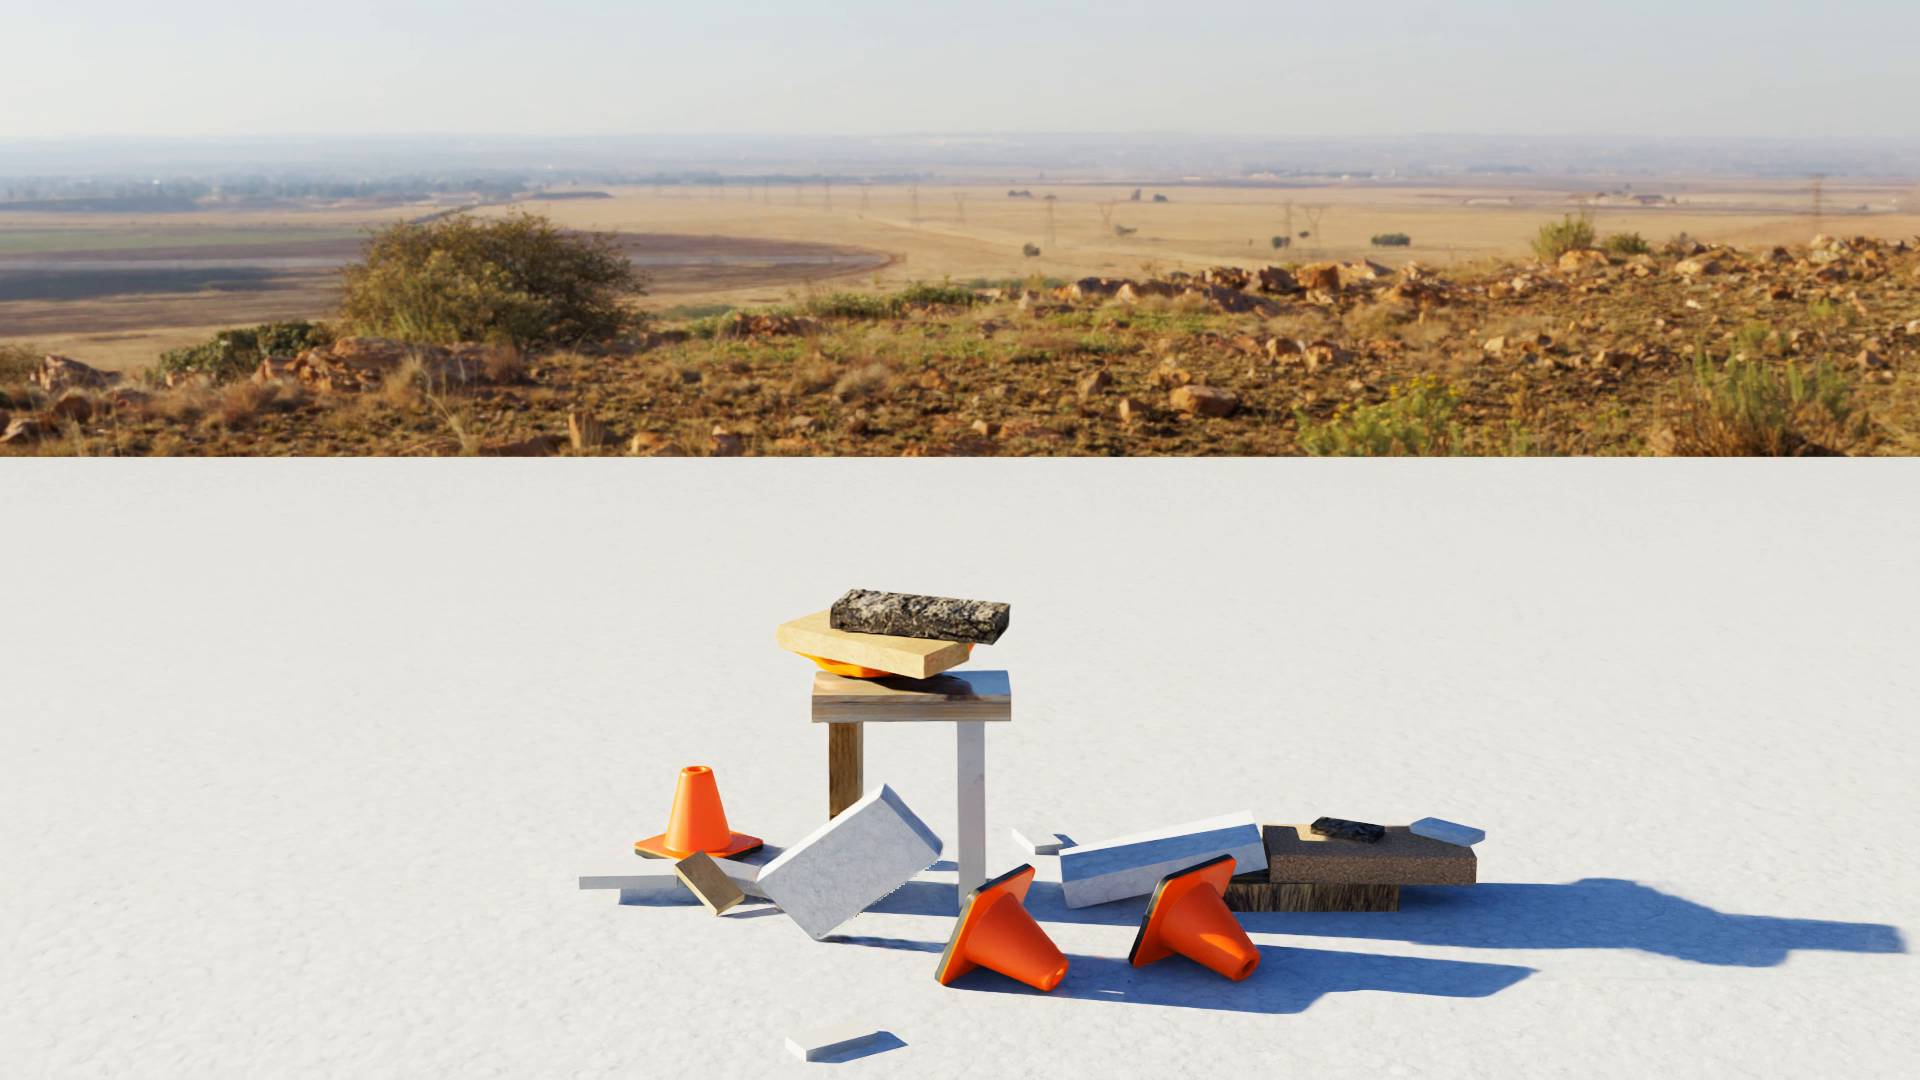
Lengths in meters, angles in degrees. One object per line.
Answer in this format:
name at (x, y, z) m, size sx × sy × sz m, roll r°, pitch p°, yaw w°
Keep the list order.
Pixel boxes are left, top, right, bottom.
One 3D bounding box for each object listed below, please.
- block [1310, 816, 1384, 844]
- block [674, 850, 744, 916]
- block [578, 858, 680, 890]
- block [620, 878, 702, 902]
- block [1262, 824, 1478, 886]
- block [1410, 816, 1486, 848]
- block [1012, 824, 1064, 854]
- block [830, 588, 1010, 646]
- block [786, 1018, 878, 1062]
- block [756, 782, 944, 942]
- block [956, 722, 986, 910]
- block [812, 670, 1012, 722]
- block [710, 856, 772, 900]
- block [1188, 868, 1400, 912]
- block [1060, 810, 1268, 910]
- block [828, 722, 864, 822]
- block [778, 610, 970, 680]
block at (0.648, 0.485, 3.678) m, size 0.111 × 0.016 × 0.055 m, roll 6°, pitch 12°, yaw 28°
block at (-0.411, 0.560, 3.601) m, size 0.057 × 0.016 × 0.114 m, roll -26°, pitch 54°, yaw -35°
block at (-0.550, 0.557, 3.663) m, size 0.160 × 0.023 × 0.080 m, roll -1°, pitch 11°, yaw -4°
block at (-0.481, 0.578, 3.671) m, size 0.160 × 0.023 × 0.080 m, roll 0°, pitch 11°, yaw 1°
block at (0.675, 0.521, 3.652) m, size 0.332 × 0.047 × 0.166 m, roll 0°, pitch 11°, yaw 3°
block at (0.814, 0.486, 3.668) m, size 0.055 × 0.016 × 0.111 m, roll -10°, pitch 15°, yaw -44°
block at (0.139, 0.535, 3.924) m, size 0.055 × 0.016 × 0.111 m, roll -4°, pitch 11°, yaw -19°
block at (-0.064, 0.125, 3.613) m, size 0.272 × 0.039 × 0.136 m, roll 5°, pitch 12°, yaw 11°
block at (-0.178, 0.695, 3.058) m, size 0.114 × 0.016 × 0.057 m, roll -7°, pitch 12°, yaw -32°
block at (-0.171, 0.499, 3.397) m, size 0.272 × 0.136 × 0.039 m, roll -37°, pitch 14°, yaw 25°
block at (0.019, 0.433, 3.638) m, size 0.045 × 0.320 × 0.160 m, roll -1°, pitch 11°, yaw 0°
block at (-0.078, 0.255, 3.597) m, size 0.320 × 0.045 × 0.160 m, roll 0°, pitch 11°, yaw -1°
block at (-0.371, 0.562, 3.667) m, size 0.160 × 0.023 × 0.080 m, roll 12°, pitch 10°, yaw 0°
block at (0.549, 0.567, 3.661) m, size 0.332 × 0.047 × 0.166 m, roll 0°, pitch 11°, yaw 0°
block at (0.335, 0.531, 3.659) m, size 0.332 × 0.047 × 0.166 m, roll -12°, pitch 10°, yaw 3°
block at (-0.189, 0.433, 3.638) m, size 0.045 × 0.319 × 0.160 m, roll 1°, pitch 11°, yaw 1°
block at (-0.141, 0.168, 3.589) m, size 0.286 × 0.039 × 0.136 m, roll 10°, pitch 15°, yaw 31°
